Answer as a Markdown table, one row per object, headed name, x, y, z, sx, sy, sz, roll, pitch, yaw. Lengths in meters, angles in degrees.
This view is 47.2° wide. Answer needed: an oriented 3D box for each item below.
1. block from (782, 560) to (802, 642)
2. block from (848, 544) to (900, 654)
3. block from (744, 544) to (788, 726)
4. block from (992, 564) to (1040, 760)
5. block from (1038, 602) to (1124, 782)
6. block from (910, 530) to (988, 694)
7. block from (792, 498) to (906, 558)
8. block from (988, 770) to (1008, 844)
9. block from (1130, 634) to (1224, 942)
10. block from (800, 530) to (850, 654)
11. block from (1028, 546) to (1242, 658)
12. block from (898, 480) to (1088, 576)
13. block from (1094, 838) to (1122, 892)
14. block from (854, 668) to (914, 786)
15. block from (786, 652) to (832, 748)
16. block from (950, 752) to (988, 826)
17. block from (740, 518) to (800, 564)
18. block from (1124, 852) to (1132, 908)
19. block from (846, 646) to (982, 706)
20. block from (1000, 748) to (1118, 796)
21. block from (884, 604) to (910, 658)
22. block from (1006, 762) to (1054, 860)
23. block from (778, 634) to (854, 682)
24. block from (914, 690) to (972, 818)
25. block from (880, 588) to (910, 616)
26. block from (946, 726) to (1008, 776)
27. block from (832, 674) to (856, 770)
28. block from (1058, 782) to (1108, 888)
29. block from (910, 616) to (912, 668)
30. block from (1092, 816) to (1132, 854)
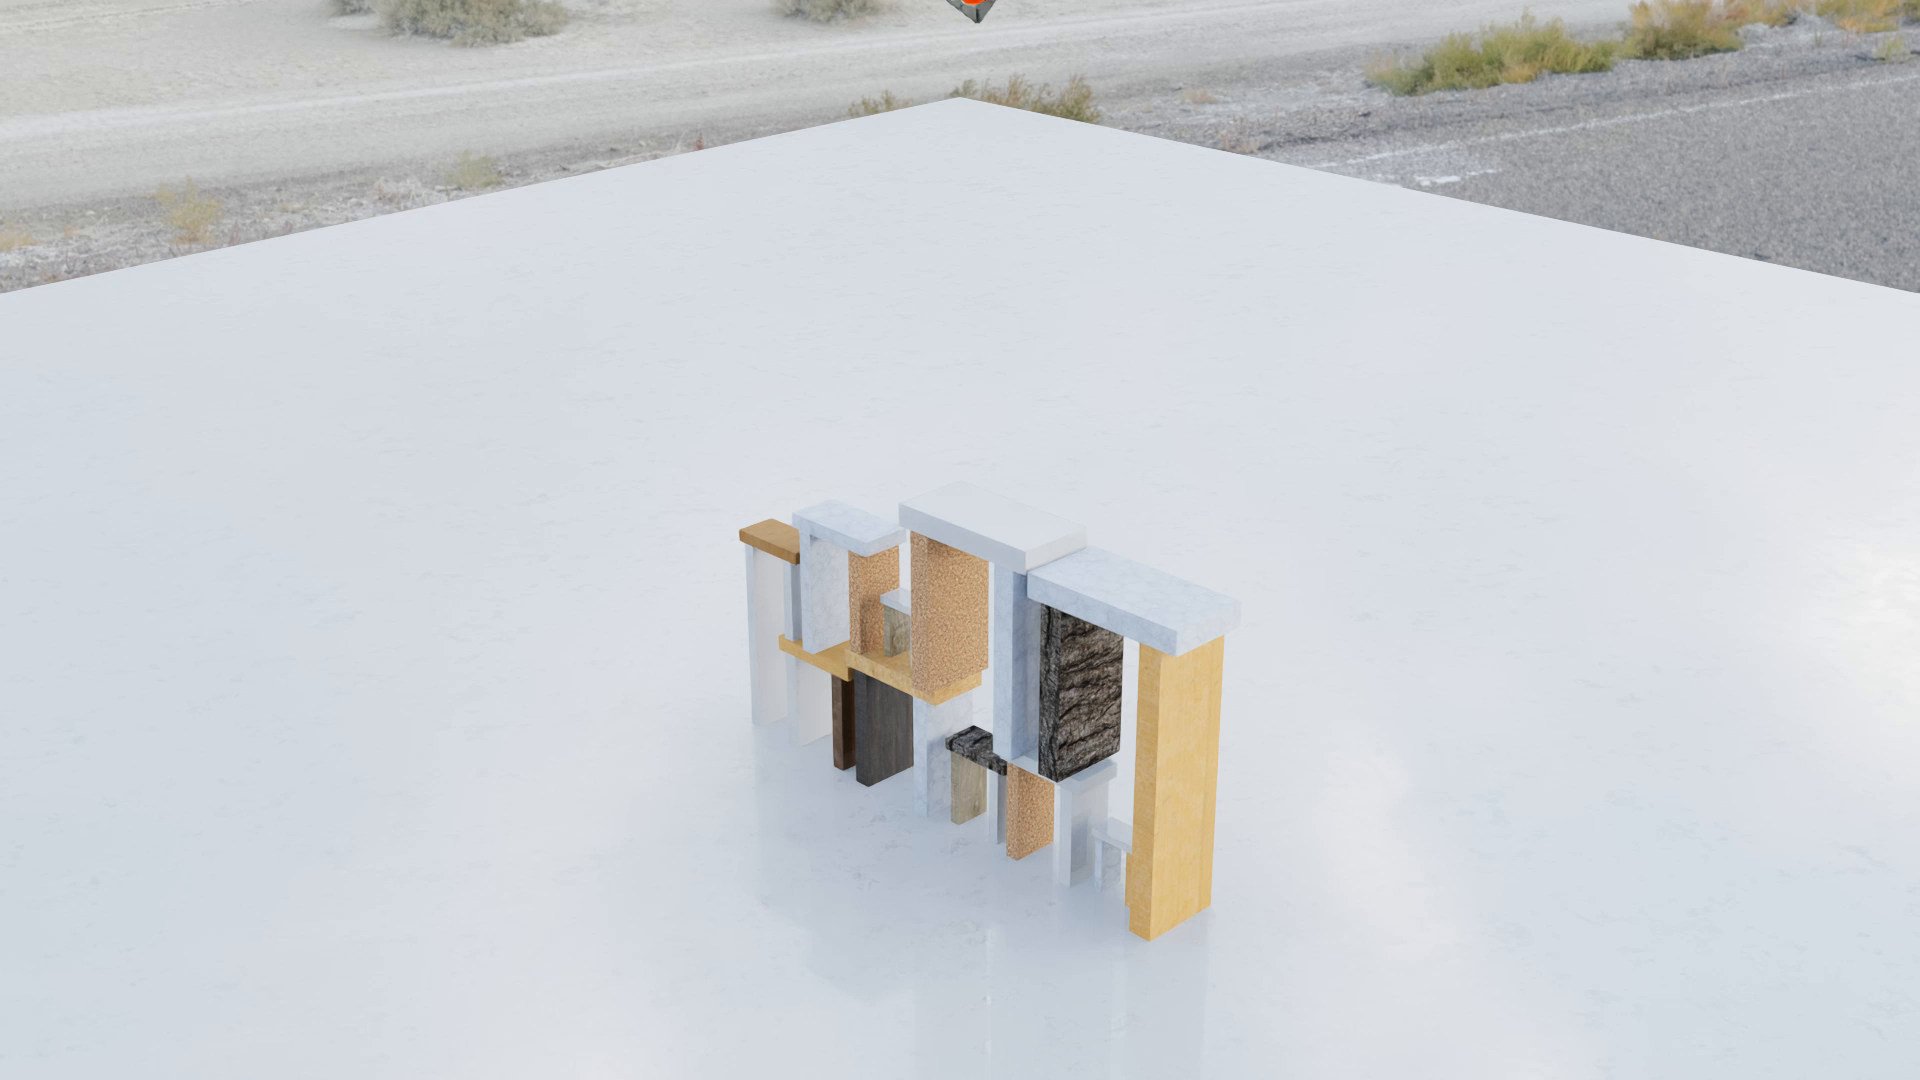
| name | x | y | z | sx | sy | sz | roll | pitch | yaw |
| --- | --- | --- | --- | --- | --- | --- | --- | --- | --- |
| block | -0.328 | 0.115 | 4.624 | 0.026 | 0.182 | 0.091 | 21 | 31 | 41 |
| block | -0.173 | 0.111 | 4.453 | 0.111 | 0.221 | 0.031 | -21 | 31 | -41 |
| block | -0.414 | 0.195 | 4.751 | 0.026 | 0.429 | 0.091 | 21 | 31 | 41 |
| block | 0.139 | 0.208 | 4.157 | 0.047 | 0.393 | 0.167 | 21 | 31 | 41 |
| block | 0.226 | 0.258 | 4.091 | 0.050 | 0.352 | 0.176 | 21 | 31 | 41 |
| block | -0.019 | 0.119 | 4.290 | 0.167 | 0.334 | 0.047 | -21 | 31 | -41 |
| block | -0.225 | -0.026 | 4.452 | 0.111 | 0.031 | 0.221 | -21 | 31 | -41 |
| block | 0.094 | 0.514 | 4.344 | 0.023 | 0.160 | 0.080 | 21 | 31 | 41 |
| block | 0.392 | 0.433 | 3.985 | 0.050 | 0.590 | 0.176 | 21 | 31 | 41 |
| block | -0.277 | 0.093 | 4.559 | 0.031 | 0.272 | 0.111 | 21 | 31 | 41 |
| block | 0.309 | 0.106 | 3.936 | 0.176 | 0.050 | 0.352 | -21 | 31 | -41 |
| block | 0.060 | -0.026 | 4.144 | 0.334 | 0.047 | 0.167 | 21 | 31 | 41 |
| block | 0.282 | 0.607 | 4.182 | 0.016 | 0.115 | 0.058 | 21 | 31 | 41 |
| block | -0.157 | 0.369 | 4.558 | 0.037 | 0.261 | 0.131 | 21 | 31 | 41 |
| block | -0.320 | 0.326 | 4.714 | 0.031 | 0.217 | 0.108 | 21 | 31 | 41 |
| block | 0.018 | 0.484 | 4.414 | 0.023 | 0.160 | 0.080 | 21 | 31 | 41 |
| block | -0.371 | 0.002 | 4.623 | 0.182 | 0.026 | 0.091 | 21 | 31 | 41 |
| block | 0.336 | 0.629 | 4.132 | 0.016 | 0.115 | 0.058 | 21 | 31 | 41 |
| block | -0.095 | 0.256 | 4.443 | 0.131 | 0.037 | 0.261 | -21 | 31 | -41 |
| block | 0.187 | 0.421 | 4.197 | 0.209 | 0.030 | 0.104 | 21 | 31 | 41 |
| block | -0.126 | 0.176 | 4.438 | 0.057 | 0.114 | 0.016 | -21 | 31 | -41 |
| block | 0.138 | 0.511 | 4.289 | 0.030 | 0.209 | 0.104 | 21 | 31 | 41 |
| block | -0.269 | 0.232 | 4.619 | 0.217 | 0.031 | 0.108 | 21 | 31 | 41 |
| block | -0.034 | 0.417 | 4.444 | 0.037 | 0.261 | 0.131 | 21 | 31 | 41 |
| block | -0.099 | 0.126 | 4.387 | 0.114 | 0.016 | 0.057 | 21 | 31 | 41 |
| block | 0.056 | 0.415 | 4.343 | 0.160 | 0.023 | 0.080 | 21 | 31 | 41 |
| block | -0.218 | 0.366 | 4.620 | 0.031 | 0.217 | 0.108 | 21 | 31 | 41 |
| block | 0.236 | 0.550 | 4.198 | 0.030 | 0.209 | 0.104 | 21 | 31 | 41 |
| block | -0.072 | 0.197 | 4.388 | 0.016 | 0.114 | 0.057 | 21 | 31 | 41 |
| block | 0.309 | 0.558 | 4.131 | 0.115 | 0.016 | 0.058 | 21 | 31 | 41 |
